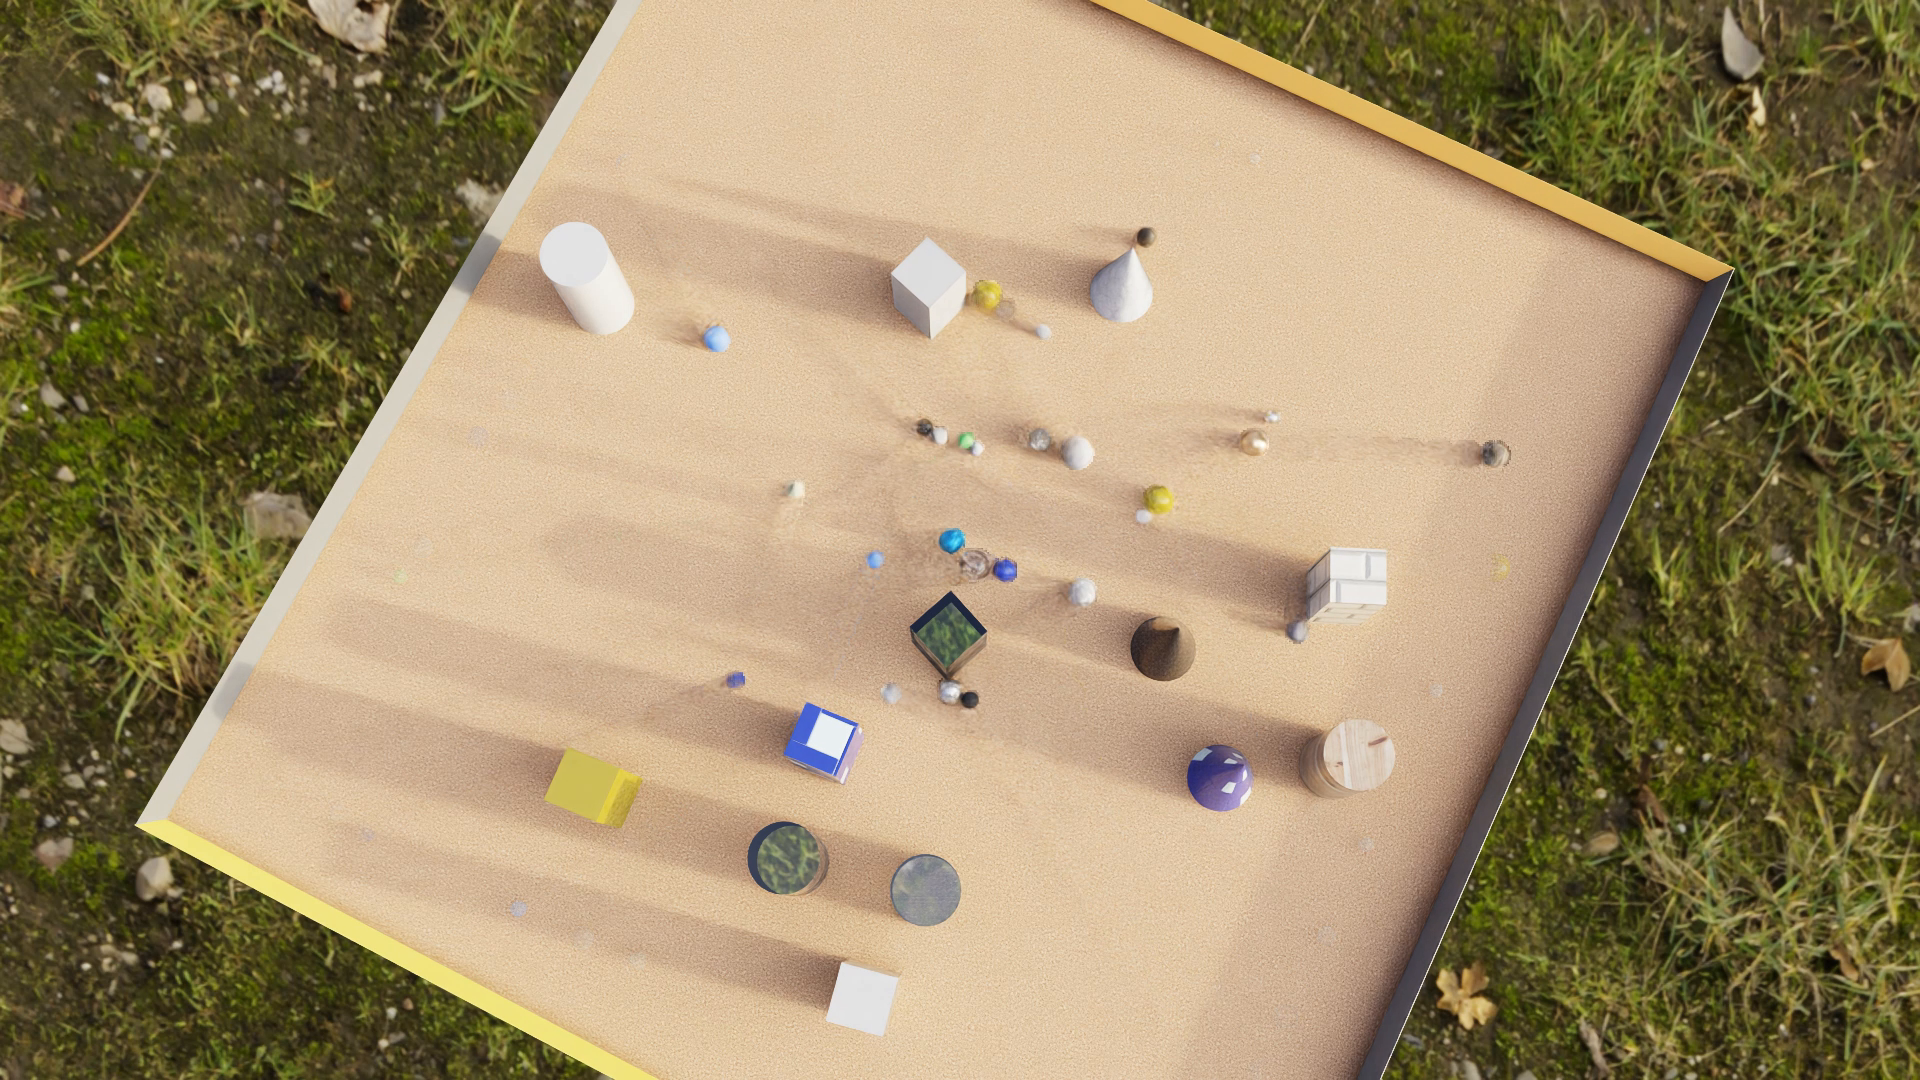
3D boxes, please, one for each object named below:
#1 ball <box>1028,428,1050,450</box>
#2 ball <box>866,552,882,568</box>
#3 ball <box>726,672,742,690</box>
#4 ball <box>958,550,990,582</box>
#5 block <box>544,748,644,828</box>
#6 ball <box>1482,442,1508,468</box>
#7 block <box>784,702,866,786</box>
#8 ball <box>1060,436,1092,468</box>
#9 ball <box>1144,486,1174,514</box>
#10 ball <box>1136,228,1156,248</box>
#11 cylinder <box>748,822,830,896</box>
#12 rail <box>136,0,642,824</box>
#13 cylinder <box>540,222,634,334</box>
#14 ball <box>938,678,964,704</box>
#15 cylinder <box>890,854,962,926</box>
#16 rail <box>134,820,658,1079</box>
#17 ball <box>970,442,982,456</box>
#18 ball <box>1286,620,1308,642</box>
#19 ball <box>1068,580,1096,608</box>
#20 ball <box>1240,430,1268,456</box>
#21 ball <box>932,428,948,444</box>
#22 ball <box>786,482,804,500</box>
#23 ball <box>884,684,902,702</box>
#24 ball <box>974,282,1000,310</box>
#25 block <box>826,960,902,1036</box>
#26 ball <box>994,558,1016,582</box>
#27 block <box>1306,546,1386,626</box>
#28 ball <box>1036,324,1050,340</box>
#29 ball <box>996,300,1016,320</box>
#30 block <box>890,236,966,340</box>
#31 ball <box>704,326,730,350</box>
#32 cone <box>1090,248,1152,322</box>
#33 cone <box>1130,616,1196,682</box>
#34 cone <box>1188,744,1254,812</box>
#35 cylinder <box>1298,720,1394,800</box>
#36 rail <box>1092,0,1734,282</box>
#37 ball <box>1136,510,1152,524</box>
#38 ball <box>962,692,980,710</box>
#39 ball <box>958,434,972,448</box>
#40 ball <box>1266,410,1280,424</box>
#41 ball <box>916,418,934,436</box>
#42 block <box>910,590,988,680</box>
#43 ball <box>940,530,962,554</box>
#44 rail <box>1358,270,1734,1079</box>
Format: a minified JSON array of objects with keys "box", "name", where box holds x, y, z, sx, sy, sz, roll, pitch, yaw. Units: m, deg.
[{"box":[0.245,-0.310,5.645,0.069,0.069,0.069,0,78,0],"name":"ball"},{"box":[-0.260,0.063,5.579,0.049,0.049,0.049,0,78,0],"name":"ball"},{"box":[-0.677,0.423,5.504,0.049,0.049,0.049,0,78,0],"name":"ball"},{"box":[0.044,0.077,5.551,0.097,0.097,0.097,0,78,0],"name":"ball"},{"box":[-1.048,0.716,5.270,0.159,0.389,0.159,22,79,4],"name":"block"},{"box":[1.645,-0.261,5.630,0.079,0.079,0.079,0,78,0],"name":"ball"},{"box":[-0.388,0.594,5.304,0.159,0.373,0.159,22,79,4],"name":"block"},{"box":[0.356,-0.271,5.622,0.099,0.099,0.099,0,78,0],"name":"ball"},{"box":[0.609,-0.121,5.596,0.089,0.089,0.089,0,78,0],"name":"ball"},{"box":[0.588,-0.954,5.782,0.062,0.062,0.062,0,78,0],"name":"ball"},{"box":[-0.486,0.914,5.231,0.199,0.385,0.199,0,78,0],"name":"cylinder"},{"box":[-1.553,-0.754,5.706,0.045,0.129,3.663,26,80,5],"name":"rail"},{"box":[-1.124,-0.786,5.551,0.199,0.448,0.199,0,78,0],"name":"cylinder"},{"box":[-0.027,0.453,5.485,0.075,0.075,0.075,0,78,0],"name":"ball"},{"box":[-0.095,1.006,5.253,0.199,0.303,0.199,0,78,0],"name":"cylinder"},{"box":[-0.808,1.590,5.220,3.520,0.129,0.045,26,80,5],"name":"rail"},{"box":[0.050,-0.279,5.653,0.041,0.041,0.041,0,78,0],"name":"ball"},{"box":[1.017,0.274,5.527,0.064,0.064,0.064,0,78,0],"name":"ball"},{"box":[0.368,0.162,5.541,0.082,0.082,0.082,0,78,0],"name":"ball"},{"box":[0.905,-0.298,5.638,0.079,0.079,0.079,0,78,0],"name":"ball"},{"box":[-0.063,-0.320,5.656,0.052,0.052,0.052,0,78,0],"name":"ball"},{"box":[-0.506,-0.153,5.620,0.055,0.055,0.055,0,78,0],"name":"ball"},{"box":[-0.202,0.460,5.493,0.055,0.055,0.055,0,78,0],"name":"ball"},{"box":[0.084,-0.762,5.708,0.085,0.085,0.085,0,78,0],"name":"ball"},{"box":[-0.265,1.283,5.149,0.159,0.395,0.159,15,79,3],"name":"block"},{"box":[0.136,0.092,5.563,0.069,0.069,0.069,0,78,0],"name":"ball"},{"box":[1.134,0.139,5.398,0.159,0.372,0.159,3,78,1],"name":"block"},{"box":[0.258,-0.652,5.727,0.047,0.047,0.047,0,78,0],"name":"ball"},{"box":[0.142,-0.721,5.735,0.061,0.061,0.061,0,78,0],"name":"ball"},{"box":[-0.094,-0.768,5.619,0.159,0.306,0.159,43,81,8],"name":"block"},{"box":[-0.758,-0.629,5.707,0.078,0.078,0.078,0,78,0],"name":"ball"},{"box":[0.509,-0.821,5.584,0.199,0.397,0.199,0,78,0],"name":"cone"},{"box":[0.615,0.288,5.348,0.199,0.410,0.199,0,78,0],"name":"cone"},{"box":[0.777,0.662,5.237,0.199,0.475,0.199,0,78,0],"name":"cone"},{"box":[1.111,0.637,5.288,0.199,0.385,0.199,0,78,0],"name":"cylinder"},{"box":[0.808,-1.576,5.876,3.520,0.129,0.045,26,80,5],"name":"rail"},{"box":[0.564,-0.071,5.609,0.045,0.045,0.045,0,78,0],"name":"ball"},{"box":[0.031,0.480,5.490,0.053,0.053,0.053,0,78,0],"name":"ball"},{"box":[0.017,-0.307,5.657,0.045,0.045,0.045,0,78,0],"name":"ball"},{"box":[0.967,-0.379,5.672,0.045,0.045,0.045,0,78,0],"name":"ball"},{"box":[-0.110,-0.350,5.662,0.052,0.052,0.052,0,78,0],"name":"ball"},{"box":[-0.033,0.285,5.405,0.159,0.298,0.159,-41,81,-8],"name":"block"},{"box":[-0.027,0.005,5.579,0.072,0.072,0.072,0,78,0],"name":"ball"},{"box":[1.553,0.767,5.391,0.045,0.129,3.663,26,80,5],"name":"rail"}]
